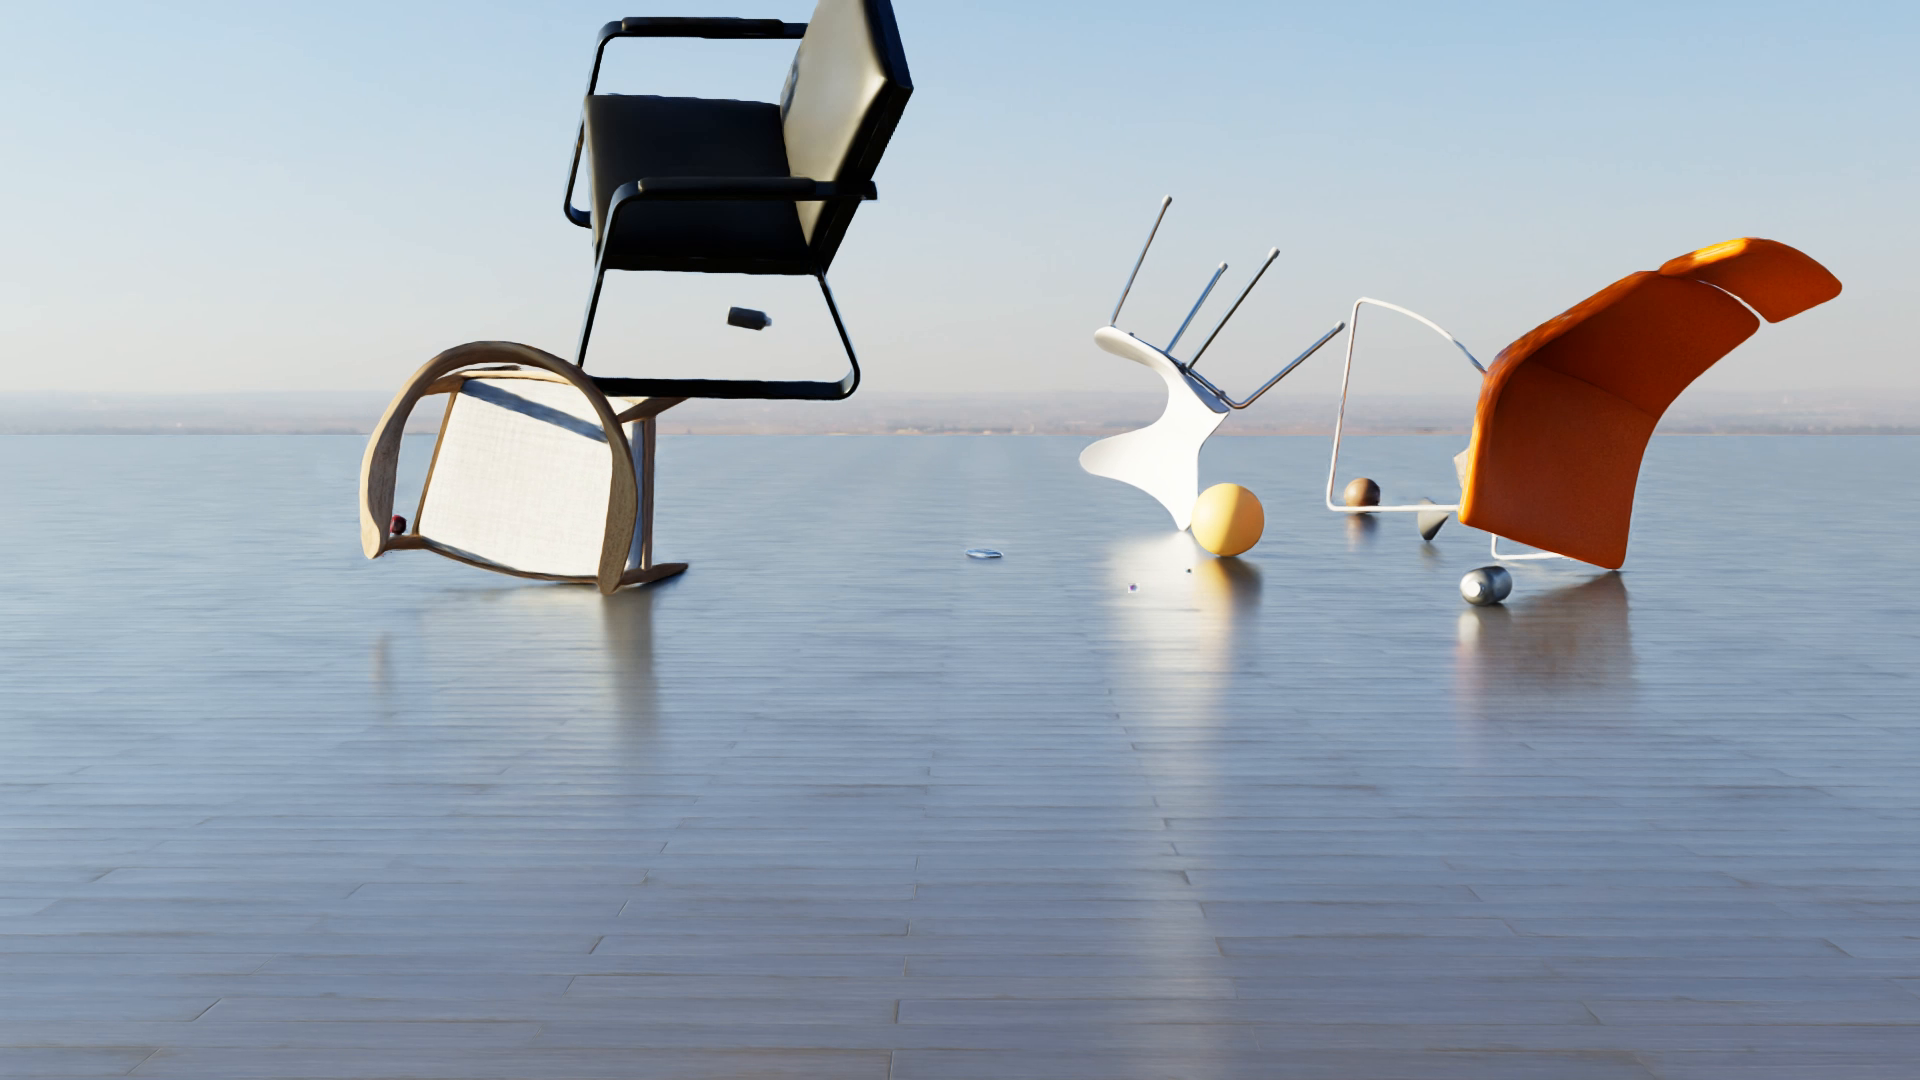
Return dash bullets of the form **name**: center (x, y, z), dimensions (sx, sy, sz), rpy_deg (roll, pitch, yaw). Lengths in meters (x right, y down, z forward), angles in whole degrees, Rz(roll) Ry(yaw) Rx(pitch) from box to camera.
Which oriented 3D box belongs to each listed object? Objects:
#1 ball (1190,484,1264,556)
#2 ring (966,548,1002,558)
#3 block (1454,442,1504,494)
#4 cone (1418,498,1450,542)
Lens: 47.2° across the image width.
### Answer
- **ball**: center (0.718, -0.054, 5.897), dimensions (0.197, 0.197, 0.197), rpy_deg (0, 4, 0)
- **ring**: center (0.064, 0.036, 5.887), dimensions (0.075, 0.018, 0.148), rpy_deg (-3, 5, -32)
- **block**: center (1.417, -0.195, 6.003), dimensions (0.069, 0.109, 0.154), rpy_deg (-12, -7, -6)
- **cone**: center (1.406, -0.068, 6.457), dimensions (0.085, 0.135, 0.086), rpy_deg (17, -21, -36)
